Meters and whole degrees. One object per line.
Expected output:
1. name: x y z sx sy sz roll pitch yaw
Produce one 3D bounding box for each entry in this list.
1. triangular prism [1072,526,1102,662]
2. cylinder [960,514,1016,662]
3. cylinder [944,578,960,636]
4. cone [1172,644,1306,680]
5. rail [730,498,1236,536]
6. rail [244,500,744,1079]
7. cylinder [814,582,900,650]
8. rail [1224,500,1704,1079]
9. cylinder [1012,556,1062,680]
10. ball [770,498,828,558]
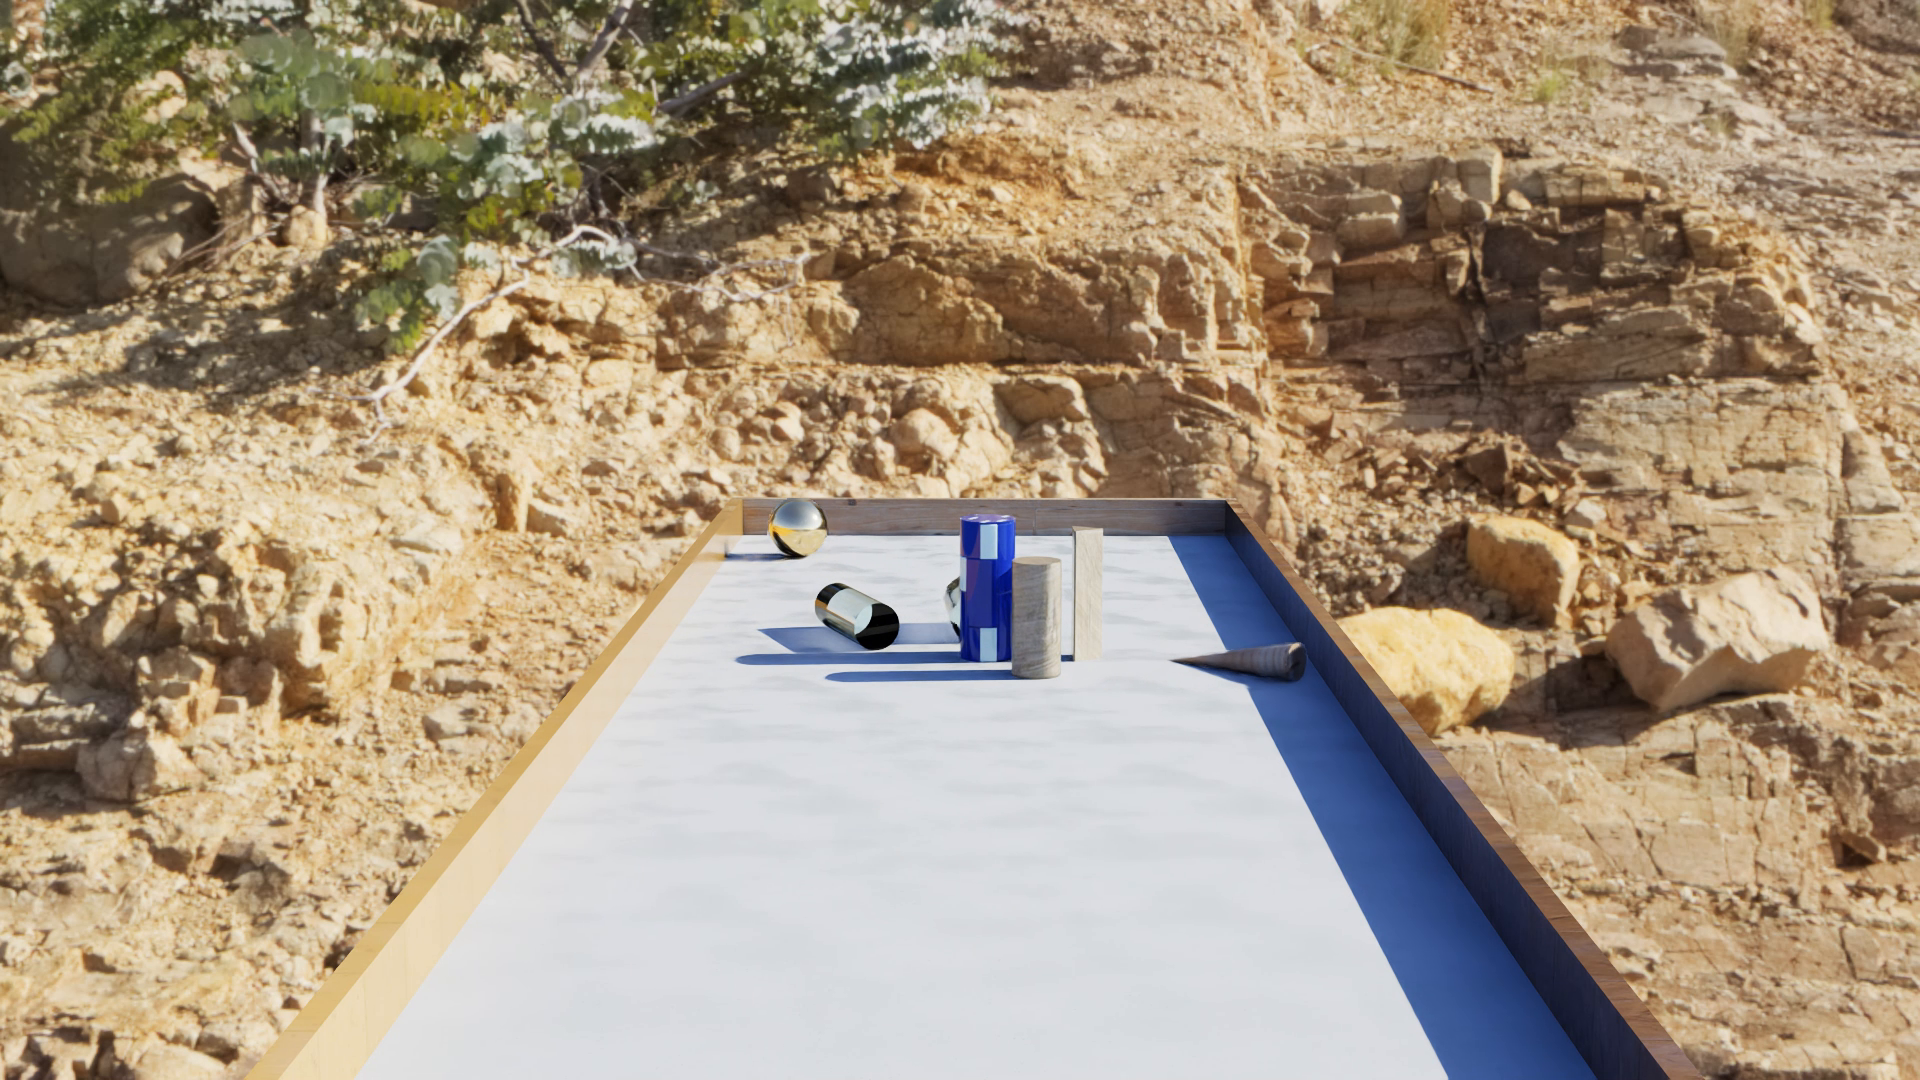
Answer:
1. triangular prism: 0.368 0.161 6.711 0.101 0.401 0.088 -5 10 -31
2. cylinder: 0.084 0.146 6.720 0.169 0.429 0.169 0 9 0
3. cylinder: 0.039 0.222 7.103 0.159 0.159 0.345 -1 9 -4
4. cone: 0.807 0.361 6.556 0.449 0.109 0.109 -2 6 39
5. rail: 0.099 -0.098 9.147 2.100 0.150 0.050 0 9 1
6. rail: -1.004 0.839 3.234 0.050 0.150 12.000 0 9 1
7. cylinder: -0.331 0.241 7.008 0.150 0.150 0.391 -4 10 -22
8. rail: 1.046 0.843 3.208 0.050 0.150 12.000 0 9 1
9. cylinder: 0.225 0.228 6.477 0.147 0.342 0.147 0 9 0
10. ball: -0.630 -0.047 8.579 0.228 0.228 0.228 0 9 0
